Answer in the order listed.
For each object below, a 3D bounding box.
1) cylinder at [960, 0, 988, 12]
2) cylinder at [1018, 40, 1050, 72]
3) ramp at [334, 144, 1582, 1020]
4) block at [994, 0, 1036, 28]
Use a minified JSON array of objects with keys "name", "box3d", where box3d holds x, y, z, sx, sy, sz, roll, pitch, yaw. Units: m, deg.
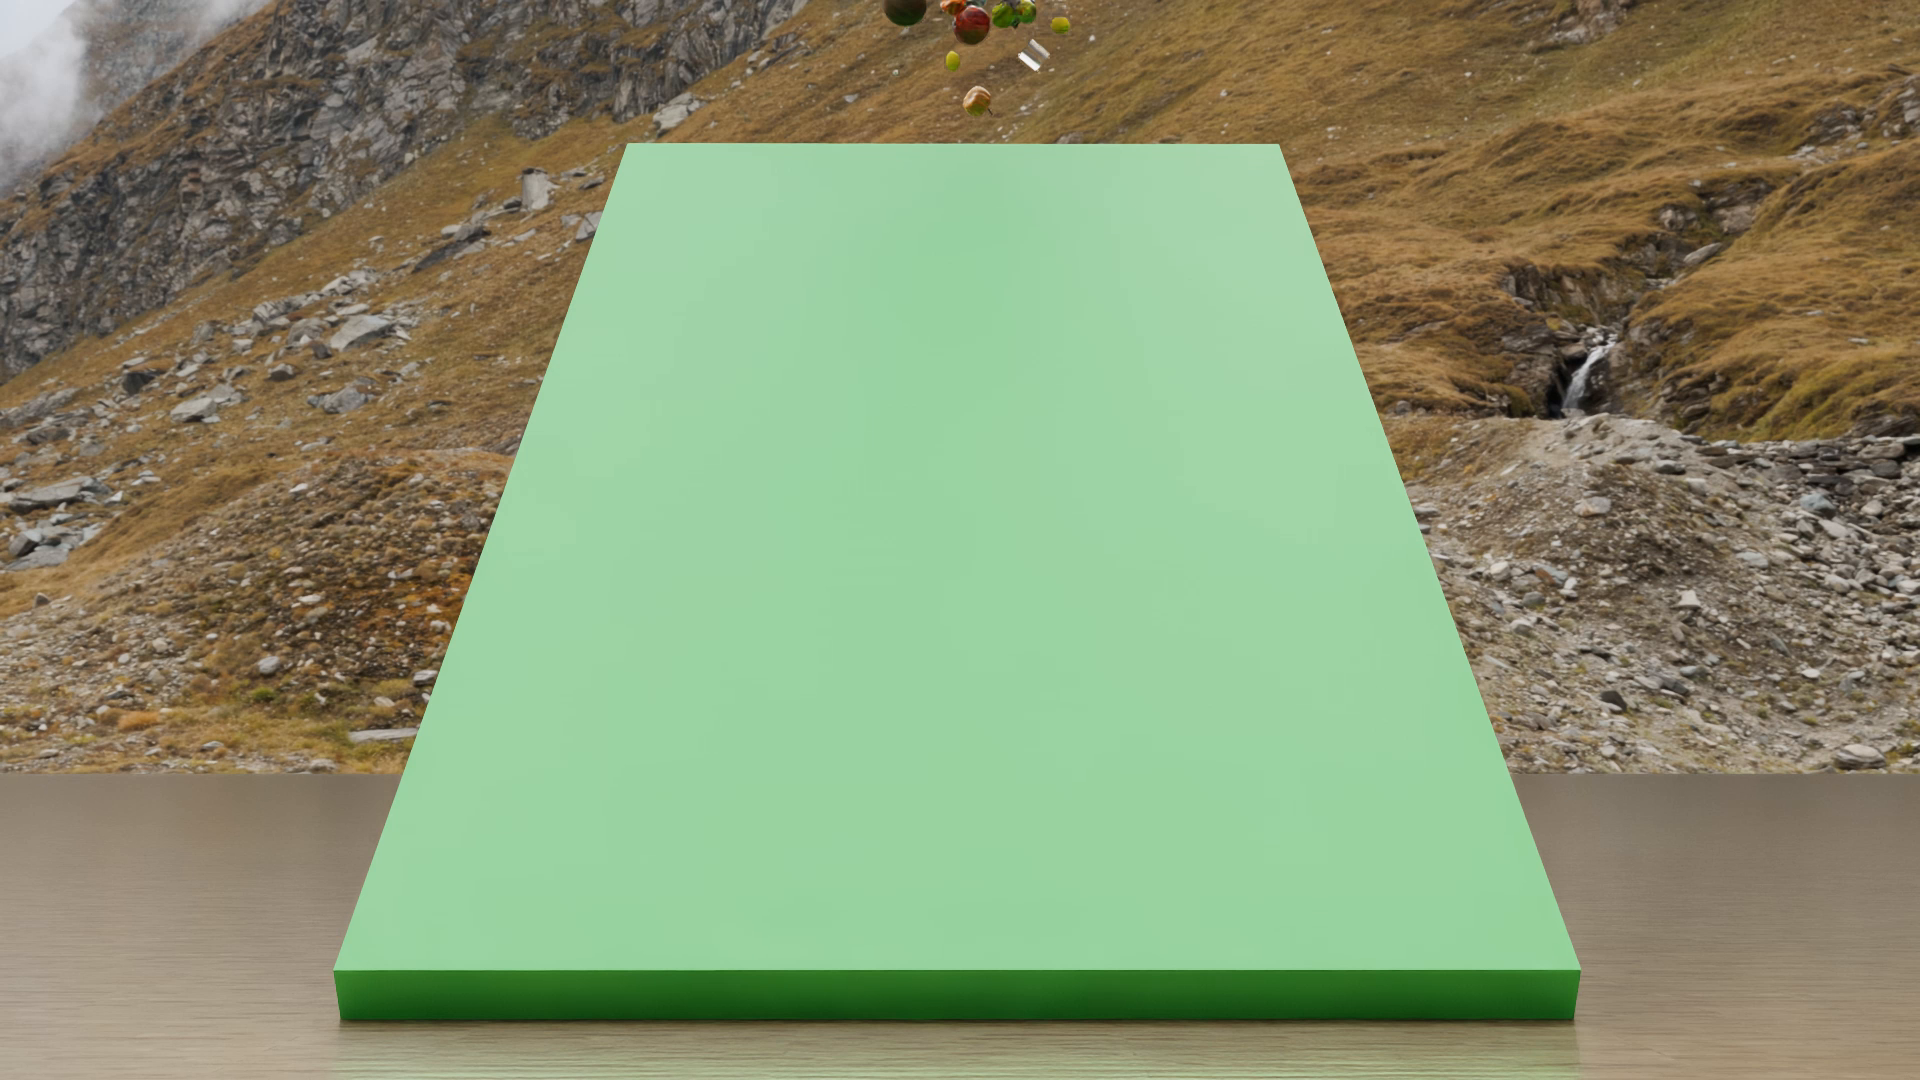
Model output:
[{"name":"cylinder","box3d":[0.053,-1.668,7.246,0.094,0.094,0.094,31,-21,13]},{"name":"cylinder","box3d":[0.220,-1.443,7.123,0.068,0.068,0.068,39,-11,-5]},{"name":"ramp","box3d":[-0.012,-0.220,5.616,2.000,0.100,4.000,0,28,0]},{"name":"block","box3d":[0.166,-1.591,7.130,0.079,0.079,0.079,37,-18,-4]}]
